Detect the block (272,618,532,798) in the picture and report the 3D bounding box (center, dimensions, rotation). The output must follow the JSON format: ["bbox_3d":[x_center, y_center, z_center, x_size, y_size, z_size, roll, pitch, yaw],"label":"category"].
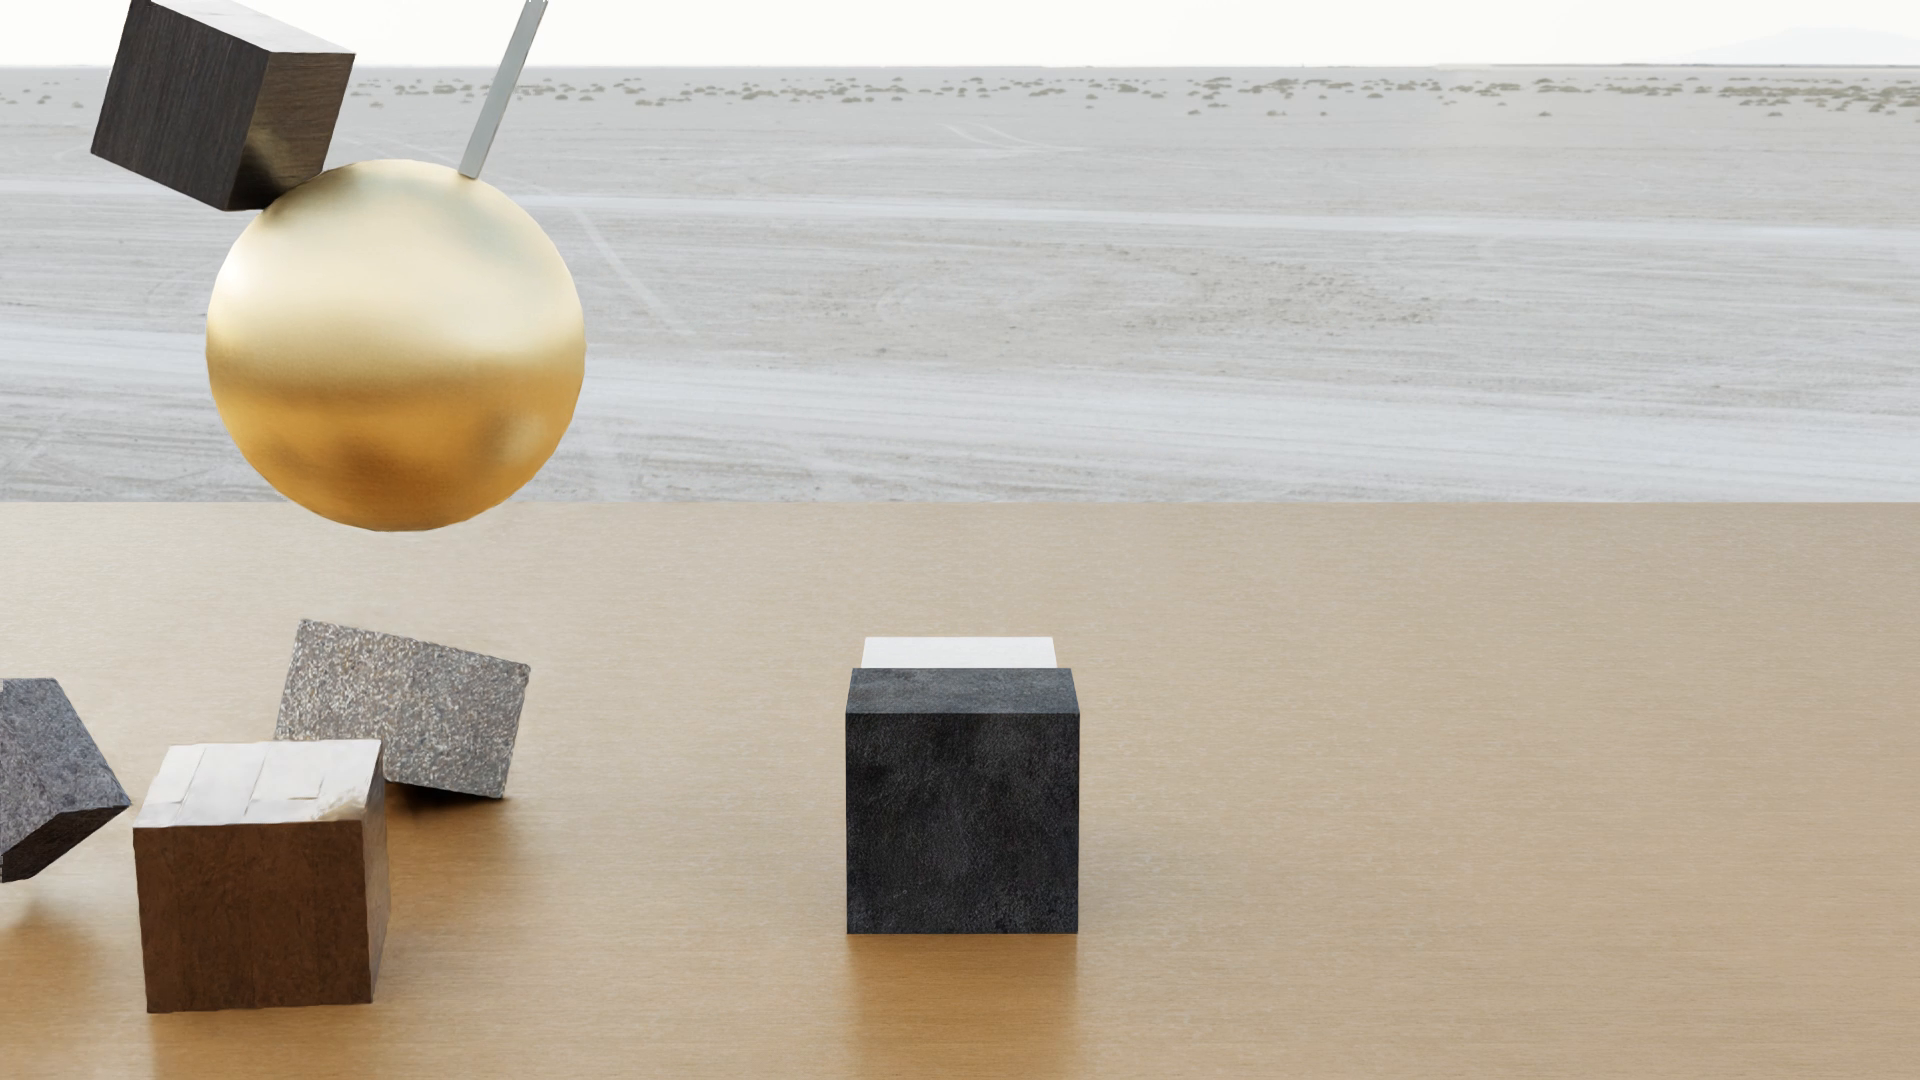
[{"bbox_3d":[-2.724,0.824,12.523,0.802,0.668,0.801,7,-7,35],"label":"block"}]

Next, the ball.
[{"bbox_3d":[-2.413,-0.830,11.029,1.600,1.600,1.600,0,10,0],"label":"ball"}]

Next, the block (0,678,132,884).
[{"bbox_3d":[-4.054,1.024,10.898,0.578,0.664,0.591,-35,-8,8],"label":"block"}]

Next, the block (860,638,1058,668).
[{"bbox_3d":[-0.004,0.971,11.773,0.881,0.877,0.891,0,10,0],"label":"block"}]

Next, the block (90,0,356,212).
[{"bbox_3d":[-3.139,-1.871,10.962,0.672,0.701,0.709,24,16,11],"label":"block"}]

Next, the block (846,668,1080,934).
[{"bbox_3d":[0.009,1.094,10.919,0.956,0.940,0.809,0,10,0],"label":"block"}]

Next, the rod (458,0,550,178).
[{"bbox_3d":[-1.046,-3.893,10.472,0.080,5.200,0.080,23,9,-4],"label":"rod"}]

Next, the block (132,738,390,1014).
[{"bbox_3d":[-2.712,1.300,10.067,0.832,0.757,0.866,-1,16,-7],"label":"block"}]
